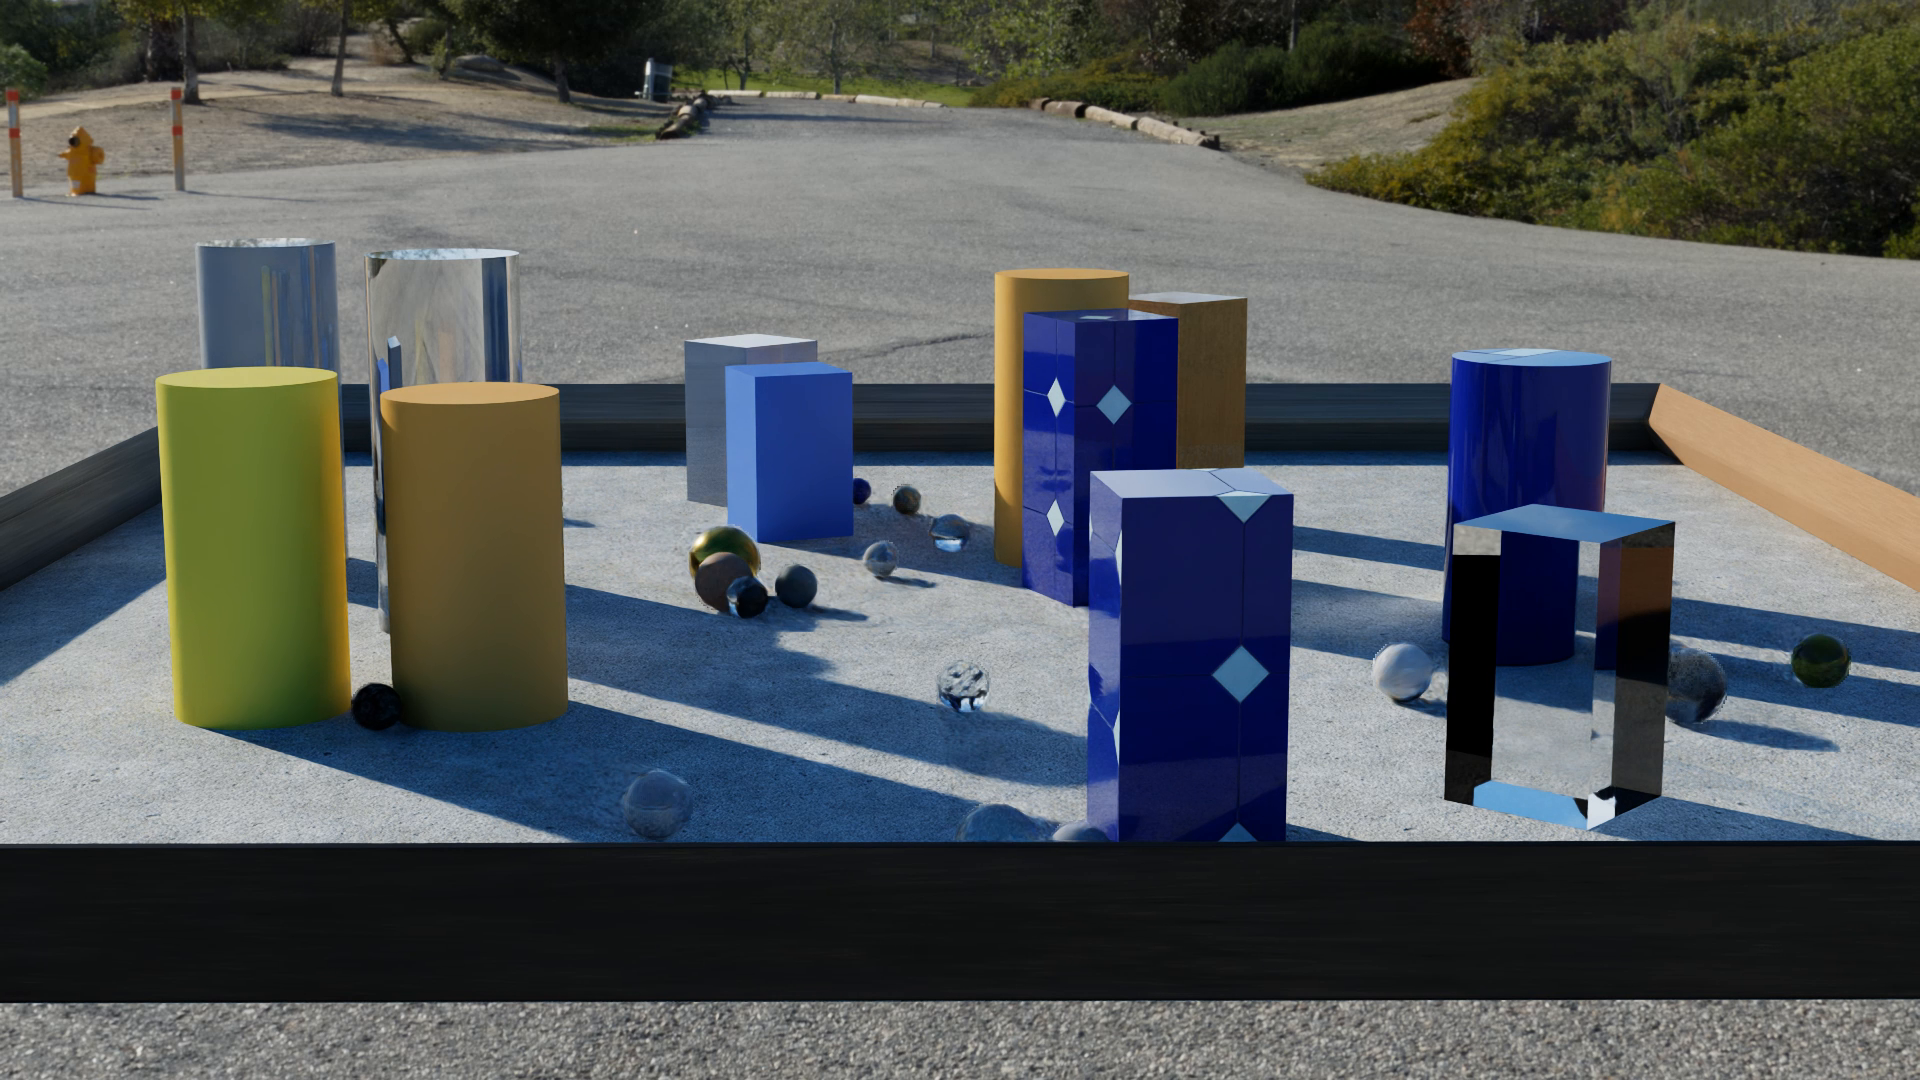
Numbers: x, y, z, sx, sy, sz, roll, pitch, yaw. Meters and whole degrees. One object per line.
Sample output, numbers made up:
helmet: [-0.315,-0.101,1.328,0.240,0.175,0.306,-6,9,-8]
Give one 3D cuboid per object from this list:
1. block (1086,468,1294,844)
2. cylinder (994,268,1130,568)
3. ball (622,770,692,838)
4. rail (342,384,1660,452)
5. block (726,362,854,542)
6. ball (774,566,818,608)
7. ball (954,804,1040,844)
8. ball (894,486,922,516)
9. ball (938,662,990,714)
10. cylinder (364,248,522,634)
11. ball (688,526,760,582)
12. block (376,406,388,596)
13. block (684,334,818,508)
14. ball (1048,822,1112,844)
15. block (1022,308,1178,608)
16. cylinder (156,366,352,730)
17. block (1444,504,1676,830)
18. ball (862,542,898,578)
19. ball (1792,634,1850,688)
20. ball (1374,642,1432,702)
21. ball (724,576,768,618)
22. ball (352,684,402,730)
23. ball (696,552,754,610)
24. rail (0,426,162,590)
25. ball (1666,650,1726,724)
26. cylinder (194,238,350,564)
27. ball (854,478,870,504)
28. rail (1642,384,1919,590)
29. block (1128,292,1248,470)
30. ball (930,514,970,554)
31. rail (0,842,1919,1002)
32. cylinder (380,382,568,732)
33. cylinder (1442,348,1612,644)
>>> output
block: [0.213,0.116,2.411,0.157,0.344,0.157,-1,11,-7]
cylinder: [0.149,-0.182,3.800,0.197,0.425,0.197,0,10,0]
ball: [-0.289,0.252,2.445,0.065,0.065,0.065,0,10,0]
rail: [-0.008,-0.230,4.865,2.690,0.128,0.045,0,10,0]
block: [-0.269,-0.141,4.037,0.157,0.257,0.157,-4,11,-21]
ball: [-0.222,0.063,3.484,0.058,0.058,0.058,0,10,0]
ball: [0.033,0.274,2.296,0.076,0.076,0.076,0,10,0]
ball: [-0.086,-0.064,4.200,0.047,0.047,0.047,0,10,0]
ball: [0.004,0.168,2.915,0.059,0.059,0.059,0,10,0]
cylinder: [-0.667,-0.129,3.344,0.197,0.486,0.197,0,10,0]
ball: [-0.327,0.030,3.554,0.098,0.098,0.098,0,10,0]
block: [-0.727,-0.067,3.624,0.157,0.262,0.157,0,11,-3]
block: [-0.350,-0.201,4.321,0.157,0.271,0.157,10,14,43]
ball: [0.107,0.283,2.285,0.062,0.062,0.062,0,10,0]
block: [0.192,-0.118,3.556,0.157,0.387,0.157,-5,12,-24]
cylinder: [-0.798,0.005,2.907,0.197,0.382,0.197,0,10,0]
block: [0.597,0.121,2.557,0.157,0.281,0.157,9,14,40]
ball: [-0.115,0.028,3.693,0.051,0.051,0.051,0,10,0]
ball: [1.017,0.143,3.033,0.065,0.065,0.065,0,10,0]
ball: [0.513,0.153,2.970,0.068,0.068,0.068,0,10,0]
ball: [-0.285,0.077,3.414,0.056,0.056,0.056,0,10,0]
ball: [-0.645,0.185,2.840,0.053,0.053,0.053,0,10,0]
ball: [-0.319,0.055,3.469,0.079,0.079,0.079,0,10,0]
rail: [-1.321,0.034,3.441,0.045,0.128,2.929,0,10,0]
ball: [0.814,0.164,2.871,0.082,0.082,0.082,0,10,0]
cylinder: [-1.004,-0.197,3.750,0.197,0.473,0.197,0,10,0]
ball: [-0.172,-0.083,4.308,0.044,0.044,0.044,0,10,0]
rail: [1.321,0.032,3.456,0.045,0.128,2.929,0,10,0]
block: [0.347,-0.210,4.127,0.157,0.360,0.157,-9,14,-41]
ball: [-0.015,-0.010,3.872,0.060,0.060,0.060,0,10,0]
rail: [0.008,0.295,2.032,2.690,0.128,0.045,0,10,0]
cylinder: [-0.547,0.015,2.899,0.197,0.365,0.197,0,10,0]
cylinder: [0.717,-0.050,3.254,0.197,0.365,0.197,0,10,0]
